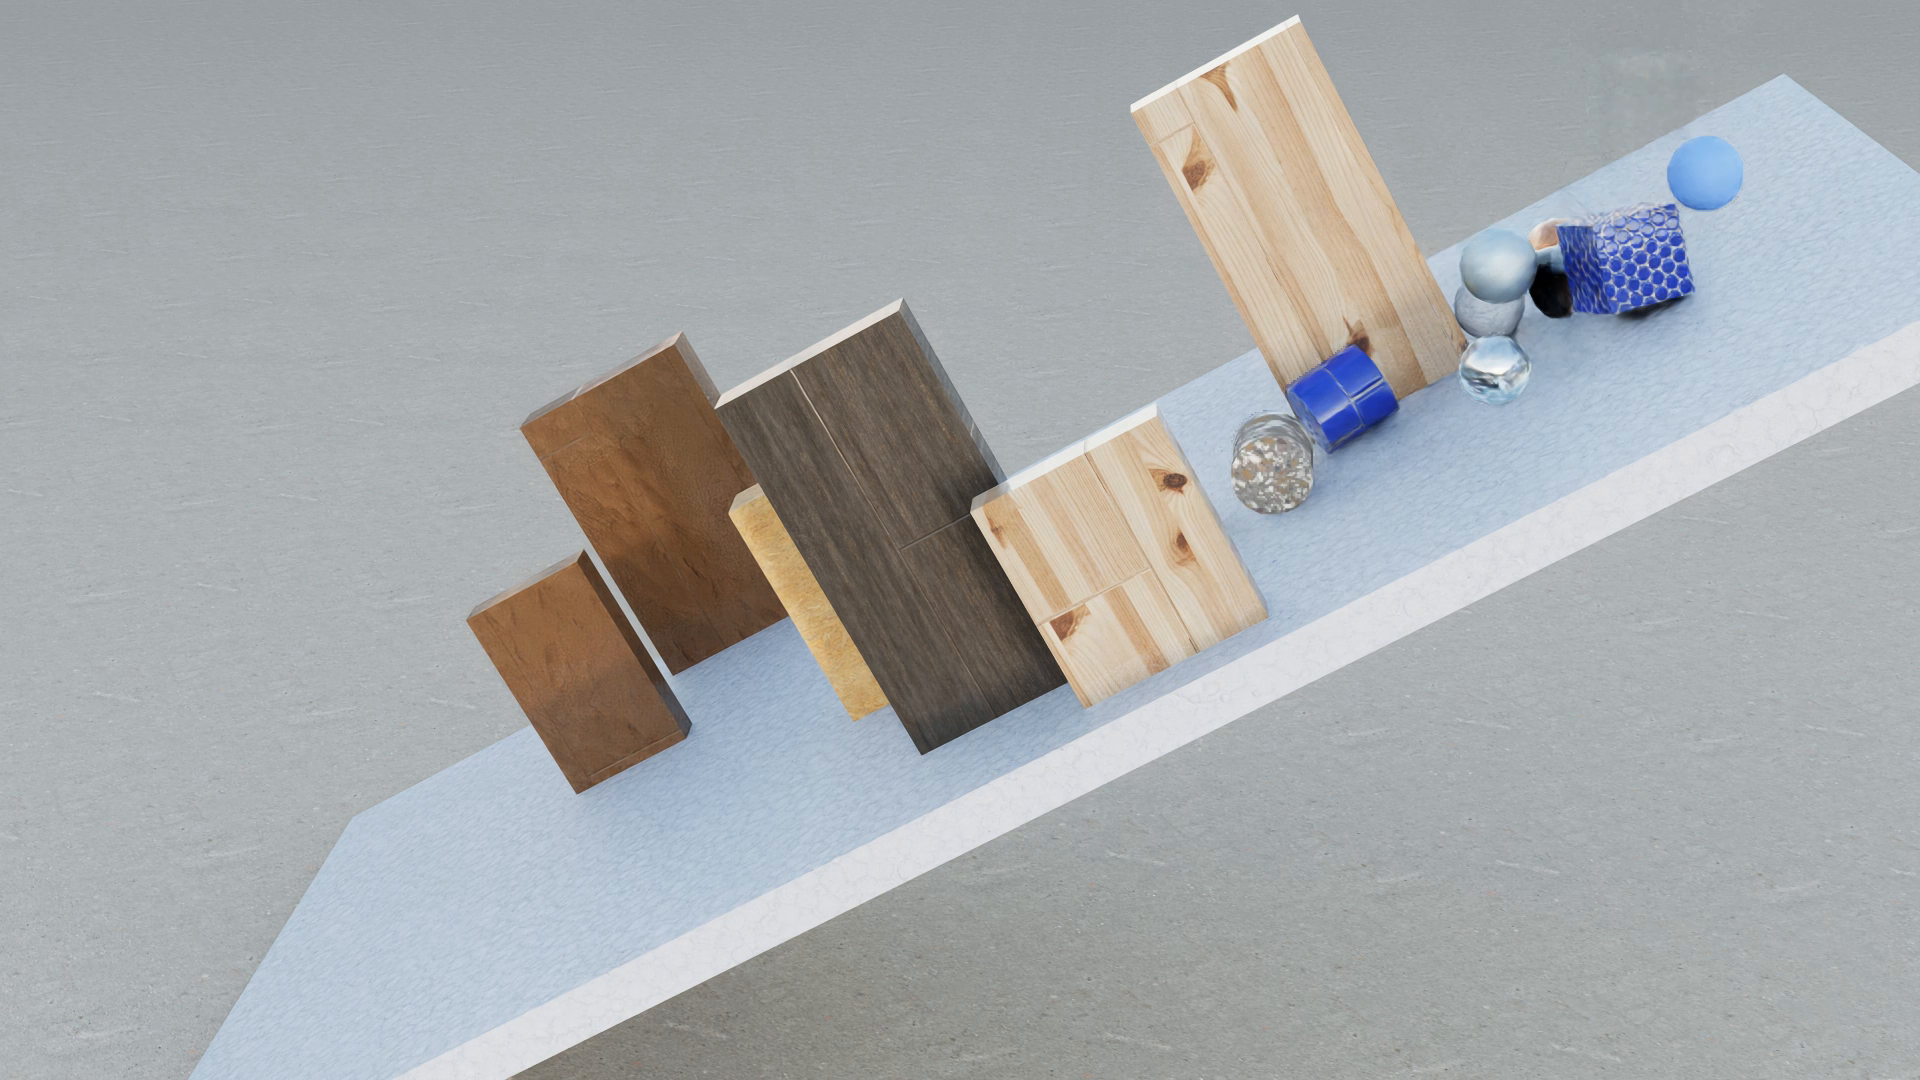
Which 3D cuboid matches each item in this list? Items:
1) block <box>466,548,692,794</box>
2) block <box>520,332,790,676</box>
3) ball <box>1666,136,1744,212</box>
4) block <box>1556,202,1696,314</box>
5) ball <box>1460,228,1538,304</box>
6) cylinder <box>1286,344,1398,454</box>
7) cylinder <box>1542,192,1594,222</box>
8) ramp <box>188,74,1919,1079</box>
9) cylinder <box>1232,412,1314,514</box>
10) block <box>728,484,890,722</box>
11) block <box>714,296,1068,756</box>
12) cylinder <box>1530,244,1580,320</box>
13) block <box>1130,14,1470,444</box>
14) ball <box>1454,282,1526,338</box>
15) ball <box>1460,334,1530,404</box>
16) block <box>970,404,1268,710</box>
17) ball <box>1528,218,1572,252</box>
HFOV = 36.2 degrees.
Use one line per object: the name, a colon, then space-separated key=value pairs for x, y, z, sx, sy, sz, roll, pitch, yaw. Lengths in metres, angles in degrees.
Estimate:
block: x=-0.858 y=0.299 z=6.645 sx=0.293 sy=0.477 sz=0.094 roll=-27 pitch=14 yaw=11
block: x=-0.684 y=-0.085 z=7.126 sx=0.434 sy=0.716 sz=0.132 roll=-27 pitch=14 yaw=11
ball: x=1.420 y=-0.698 z=5.603 sx=0.143 sy=0.143 sz=0.143 roll=0 pitch=18 yaw=0
block: x=1.306 y=-0.554 z=5.778 sx=0.178 sy=0.178 sz=0.178 roll=-16 pitch=9 yaw=-10
ball: x=1.083 y=-0.551 z=5.915 sx=0.155 sy=0.155 sz=0.155 roll=0 pitch=18 yaw=0
cylinder: x=0.781 y=-0.287 z=6.010 sx=0.163 sy=0.163 sz=0.163 roll=-34 pitch=23 yaw=-3
cylinder: x=1.306 y=-0.668 z=6.306 sx=0.111 sy=0.111 sz=0.111 roll=35 pitch=17 yaw=-12
ramp: x=0.142 y=0.167 z=6.283 sx=4.000 sy=0.100 sz=2.000 roll=-27 pitch=14 yaw=11
cylinder: x=0.625 y=-0.153 z=5.875 sx=0.162 sy=0.162 sz=0.162 roll=2 pitch=21 yaw=6
block: x=-0.223 y=0.081 z=6.056 sx=0.270 sy=0.513 sz=0.131 roll=-27 pitch=14 yaw=11
block: x=-0.090 y=-0.019 z=5.576 sx=0.396 sy=0.785 sz=0.107 roll=-27 pitch=14 yaw=11
cylinder: x=1.254 y=-0.536 z=5.963 sx=0.147 sy=0.147 sz=0.147 roll=-17 pitch=2 yaw=-43
block: x=0.710 y=-0.633 z=6.062 sx=0.383 sy=0.795 sz=0.097 roll=-27 pitch=14 yaw=11
ball: x=1.100 y=-0.488 z=6.113 sx=0.146 sy=0.146 sz=0.146 roll=0 pitch=18 yaw=0
ball: x=1.040 y=-0.331 z=5.715 sx=0.137 sy=0.137 sz=0.137 roll=0 pitch=18 yaw=0
block: x=0.292 y=0.032 z=5.360 sx=0.380 sy=0.432 sz=0.087 roll=-27 pitch=14 yaw=11
ball: x=1.262 y=-0.605 z=6.188 sx=0.148 sy=0.148 sz=0.148 roll=0 pitch=18 yaw=0
